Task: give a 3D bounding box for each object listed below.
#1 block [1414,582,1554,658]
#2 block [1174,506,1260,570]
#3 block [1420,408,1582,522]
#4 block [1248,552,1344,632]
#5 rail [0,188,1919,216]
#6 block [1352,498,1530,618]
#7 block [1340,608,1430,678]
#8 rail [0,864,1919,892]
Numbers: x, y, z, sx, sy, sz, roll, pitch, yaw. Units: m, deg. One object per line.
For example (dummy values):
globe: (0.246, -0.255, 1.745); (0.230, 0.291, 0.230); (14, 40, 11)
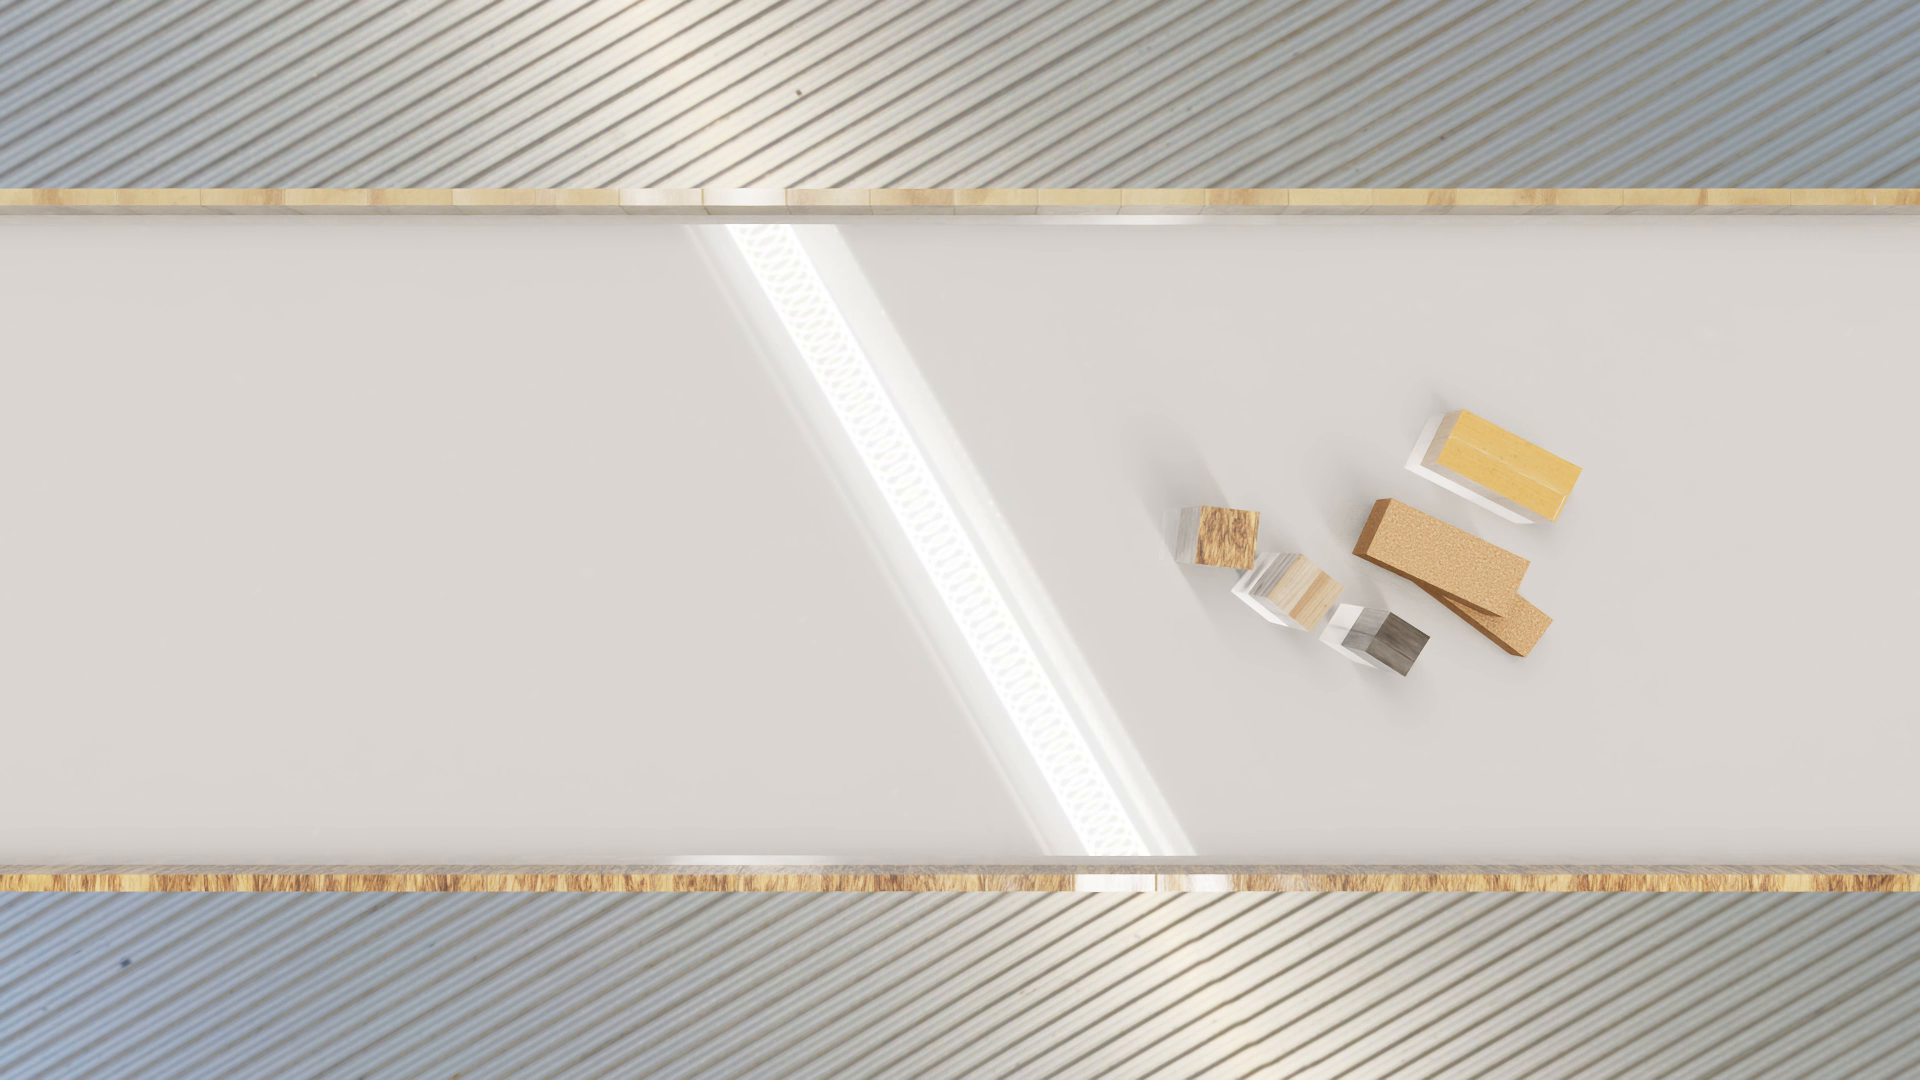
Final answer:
block: (1.578, 0.179, 5.006); (0.392, 0.140, 0.140); (37, 90, 0)
block: (0.753, -0.006, 4.857); (0.165, 0.438, 0.165); (6, 90, 0)
block: (1.632, -0.221, 4.988); (0.397, 0.178, 0.178); (27, 90, 0)
block: (0.999, 0.153, 4.918); (0.162, 0.316, 0.162); (38, 90, 0)
rail: (-2.247, -1.025, 5.002); (12.000, 0.150, 0.050); (0, 90, 0)
block: (1.410, 0.052, 4.847); (0.441, 0.178, 0.178); (25, 90, 0)
block: (1.266, 0.302, 4.923); (0.137, 0.308, 0.137); (32, 90, 0)
rail: (-2.247, 1.025, 5.001); (12.000, 0.150, 0.050); (0, 90, 0)
